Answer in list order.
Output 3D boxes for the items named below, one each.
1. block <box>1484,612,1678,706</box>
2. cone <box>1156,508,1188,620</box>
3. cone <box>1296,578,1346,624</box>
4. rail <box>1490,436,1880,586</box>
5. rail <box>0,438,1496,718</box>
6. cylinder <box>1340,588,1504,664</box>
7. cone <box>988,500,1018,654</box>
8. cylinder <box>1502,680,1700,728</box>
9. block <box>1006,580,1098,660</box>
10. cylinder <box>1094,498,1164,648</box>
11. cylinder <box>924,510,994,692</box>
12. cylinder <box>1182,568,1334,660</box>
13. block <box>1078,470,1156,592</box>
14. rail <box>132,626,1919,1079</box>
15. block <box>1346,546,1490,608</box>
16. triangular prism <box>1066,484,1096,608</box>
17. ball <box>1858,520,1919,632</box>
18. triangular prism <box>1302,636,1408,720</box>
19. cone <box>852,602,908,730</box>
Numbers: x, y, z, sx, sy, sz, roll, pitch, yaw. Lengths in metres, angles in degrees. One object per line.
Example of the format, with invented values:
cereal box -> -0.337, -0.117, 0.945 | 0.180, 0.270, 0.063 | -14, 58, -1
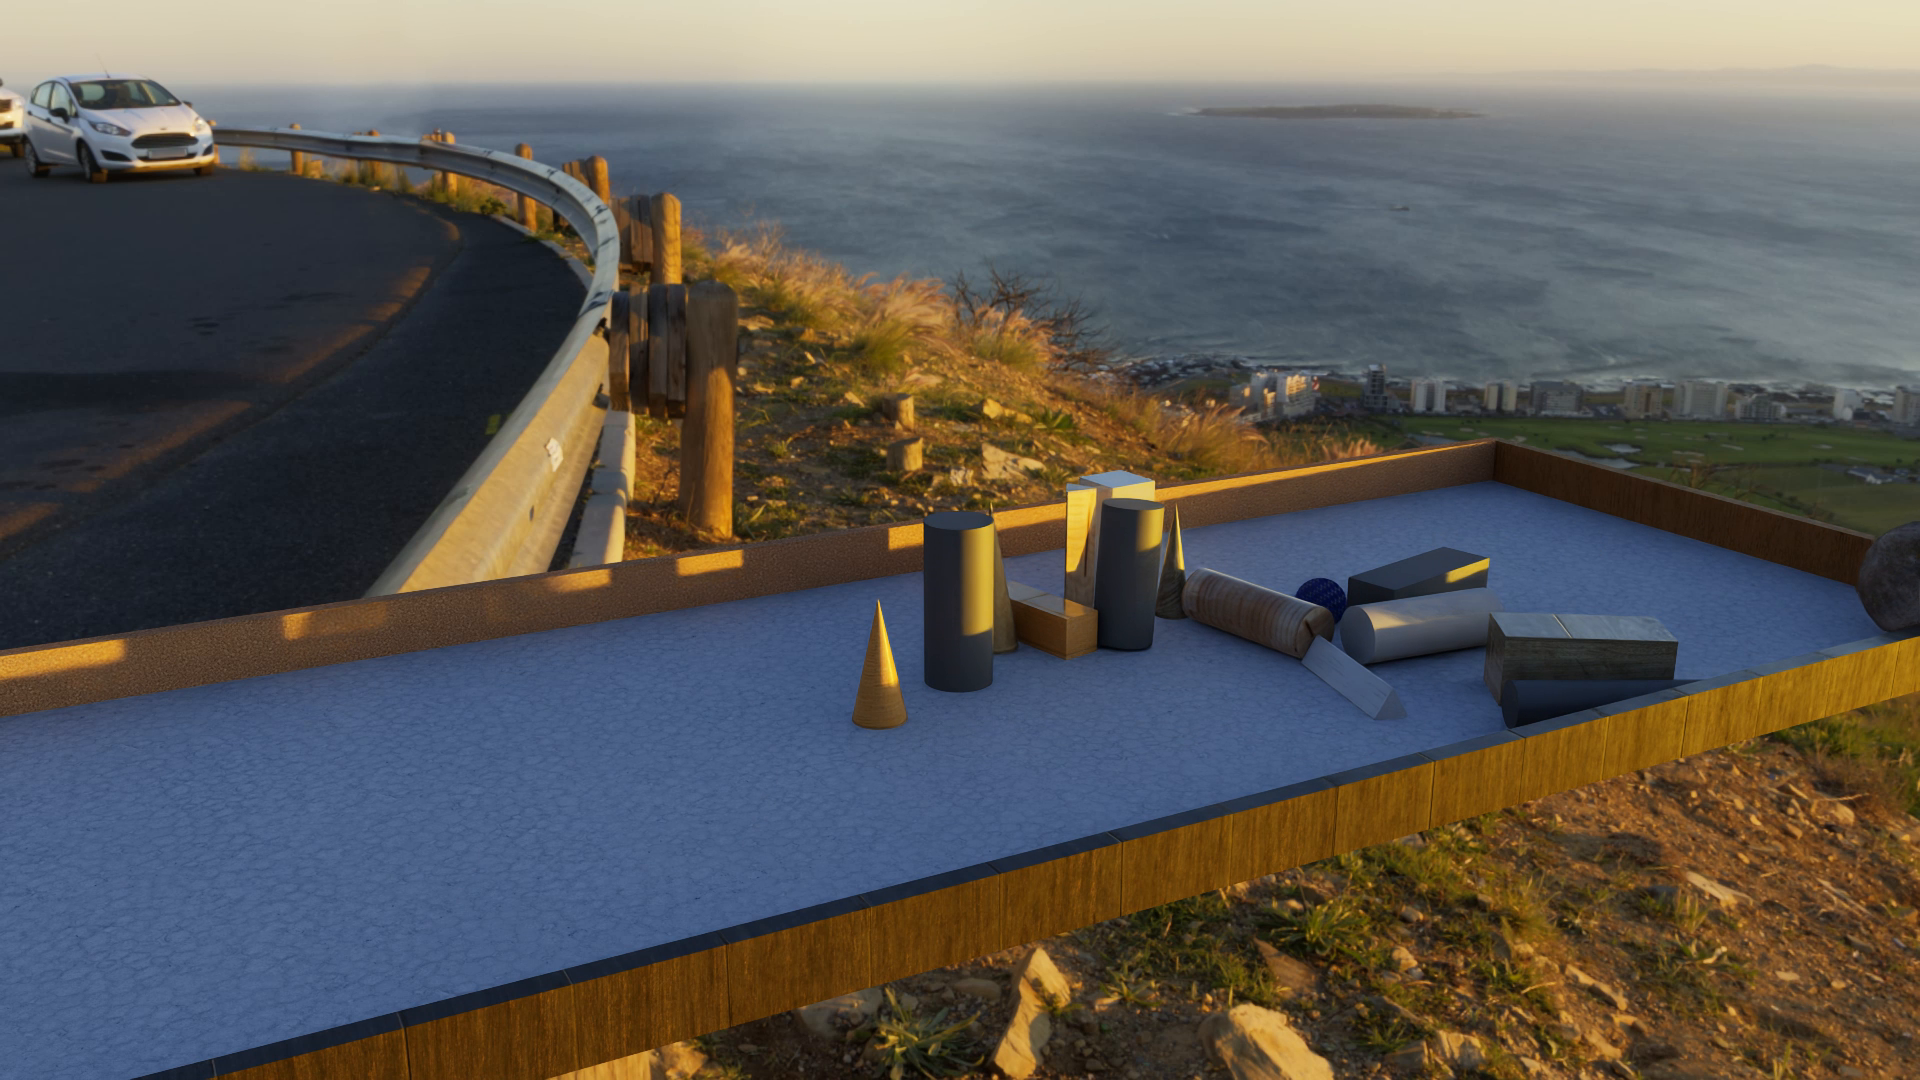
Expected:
block -> 1.510, 0.296, 4.030 | 0.398, 0.180, 0.180 | 1, 16, 5
cone -> 0.597, 0.051, 4.603 | 0.104, 0.326, 0.104 | 0, 16, 0
cone -> 1.024, 0.155, 4.704 | 0.140, 0.140, 0.381 | 3, 6, 11
rail -> 2.466, -0.048, 5.253 | 0.050, 0.150, 2.100 | -9, 18, -27
rail -> -3.305, 0.497, 3.399 | 12.000, 0.150, 0.050 | -9, 18, -27
cylinder -> 1.213, 0.223, 4.324 | 0.408, 0.153, 0.153 | -7, 18, -21
cone -> 0.088, 0.087, 4.328 | 0.116, 0.406, 0.116 | -3, 16, 1
cylinder -> 1.506, 0.383, 3.847 | 0.449, 0.116, 0.116 | 0, 16, 0
block -> 0.212, 0.213, 4.432 | 0.112, 0.112, 0.333 | -13, 21, -38
cylinder -> 0.445, 0.087, 4.375 | 0.164, 0.372, 0.164 | 3, 12, -1
cylinder -> -0.003, 0.152, 4.097 | 0.173, 0.418, 0.173 | 0, 16, 0
cylinder -> 0.794, 0.196, 4.429 | 0.146, 0.146, 0.420 | -12, 20, -35
block -> 0.456, -0.021, 4.844 | 0.156, 0.328, 0.156 | -11, 19, -32
rail -> -2.336, 1.006, 1.665 | 12.000, 0.150, 0.050 | -9, 18, -27
block -> 1.275, 0.148, 4.589 | 0.449, 0.149, 0.149 | -14, 21, -39
triangular prism -> 0.317, 0.027, 4.615 | 0.093, 0.365, 0.080 | -8, 18, -25
ball -> 2.572, 0.113, 4.376 | 0.334, 0.334, 0.334 | 0, 16, 0
triangular prism -> 0.972, 0.333, 4.080 | 0.087, 0.075, 0.392 | -4, 17, -14
cone -> -0.190, 0.280, 3.870 | 0.133, 0.300, 0.133 | 0, 16, 0
